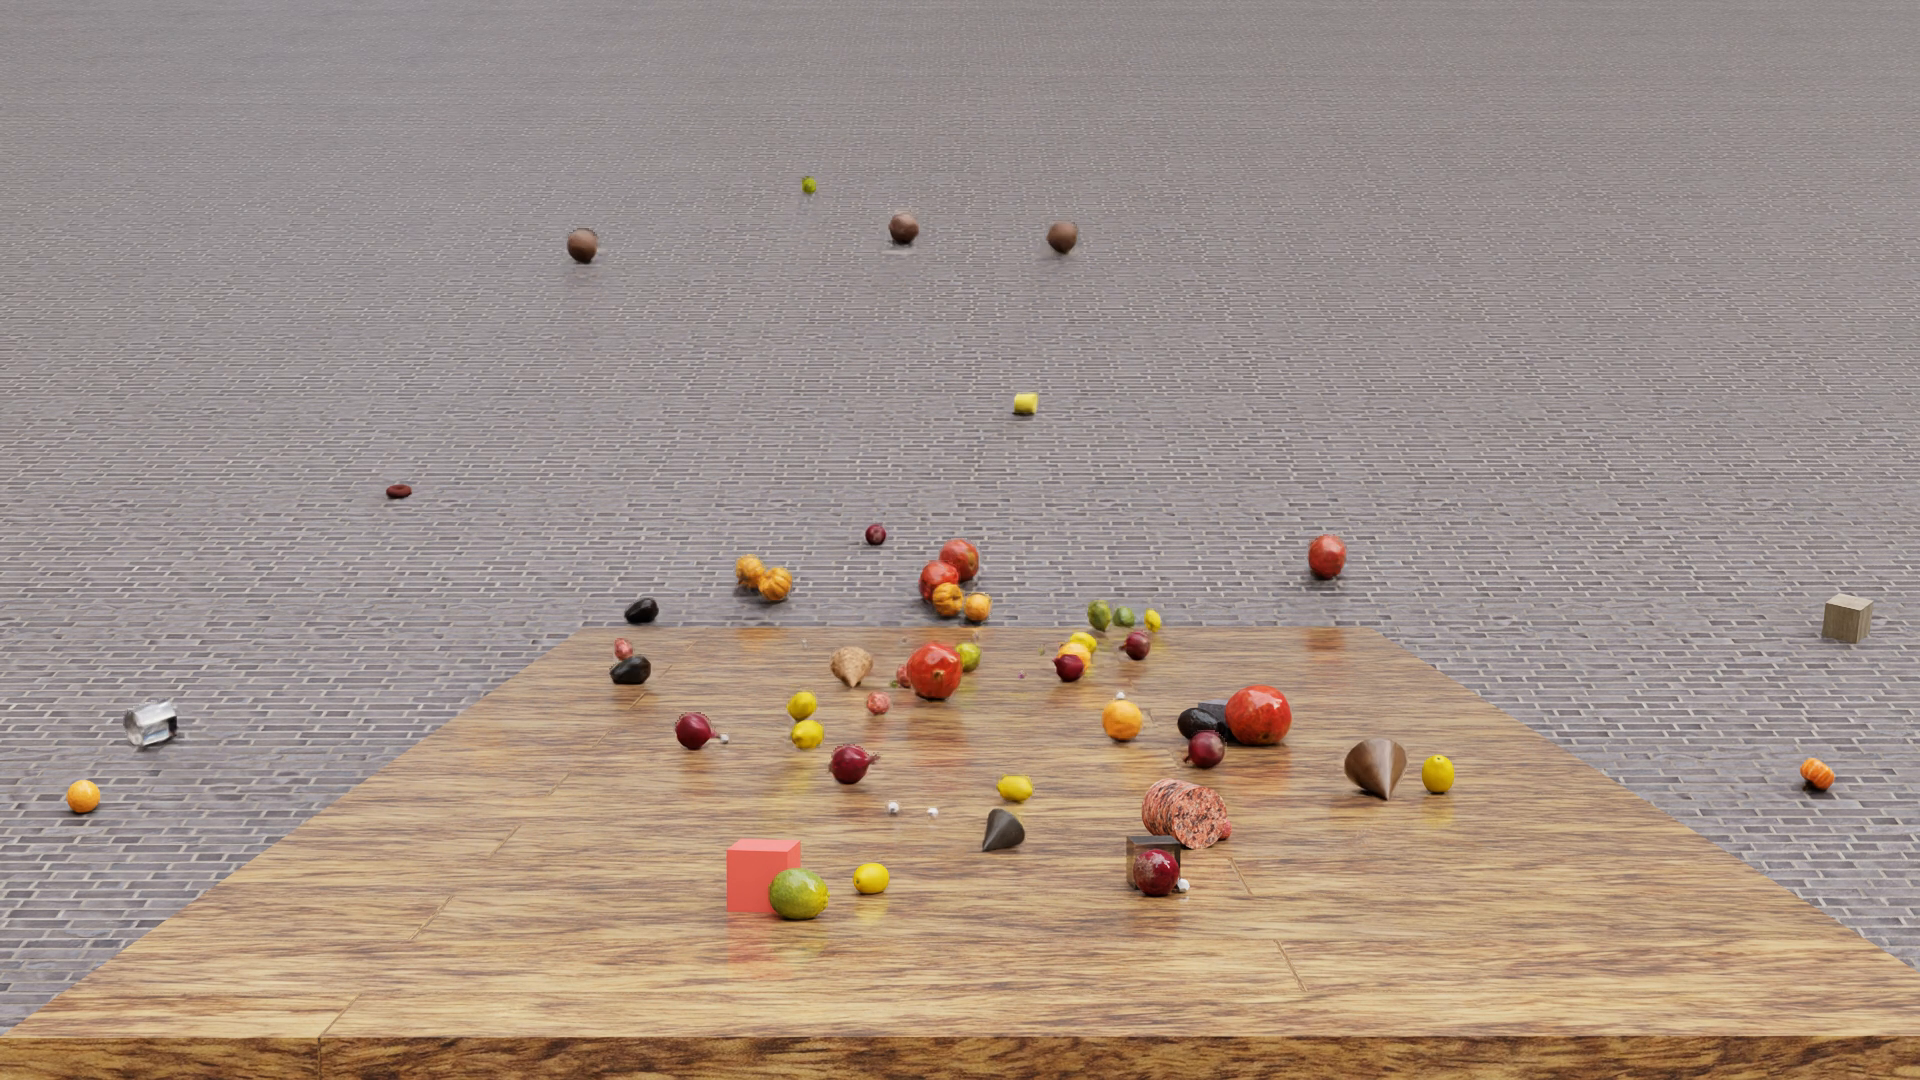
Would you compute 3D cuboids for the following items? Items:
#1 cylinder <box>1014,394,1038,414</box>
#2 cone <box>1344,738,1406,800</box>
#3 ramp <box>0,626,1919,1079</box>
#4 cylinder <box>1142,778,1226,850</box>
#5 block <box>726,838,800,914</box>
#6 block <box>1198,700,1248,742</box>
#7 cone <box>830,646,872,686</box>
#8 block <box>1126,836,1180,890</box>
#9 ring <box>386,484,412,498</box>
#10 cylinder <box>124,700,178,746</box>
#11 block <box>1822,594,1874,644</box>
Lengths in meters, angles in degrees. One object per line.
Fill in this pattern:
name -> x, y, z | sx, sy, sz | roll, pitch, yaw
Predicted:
cylinder -> 0.223, -0.463, 8.697 | 0.062, 0.062, 0.062 | 6, 20, 17
cone -> 0.650, 0.373, 3.957 | 0.098, 0.098, 0.098 | -1, 31, -4
ramp -> 0.045, 0.406, 4.538 | 2.000, 0.100, 4.000 | 0, 4, 0
cylinder -> 0.311, 0.379, 3.561 | 0.086, 0.086, 0.086 | -10, 8, -26
block -> -0.241, 0.412, 3.154 | 0.075, 0.075, 0.075 | 1, 4, 9
block -> 0.469, 0.321, 4.579 | 0.064, 0.064, 0.064 | 3, 5, 39
cone -> -0.225, 0.282, 5.339 | 0.088, 0.088, 0.088 | -1, 31, -3
block -> 0.247, 0.412, 3.279 | 0.058, 0.058, 0.058 | -1, 4, -7
ring -> -1.718, -0.149, 7.851 | 0.077, 0.026, 0.077 | 1, 20, 0
cylinder -> -1.916, 0.435, 6.076 | 0.088, 0.088, 0.088 | 17, 26, 41
block -> 2.328, 0.205, 6.730 | 0.092, 0.092, 0.092 | 15, 24, 37
